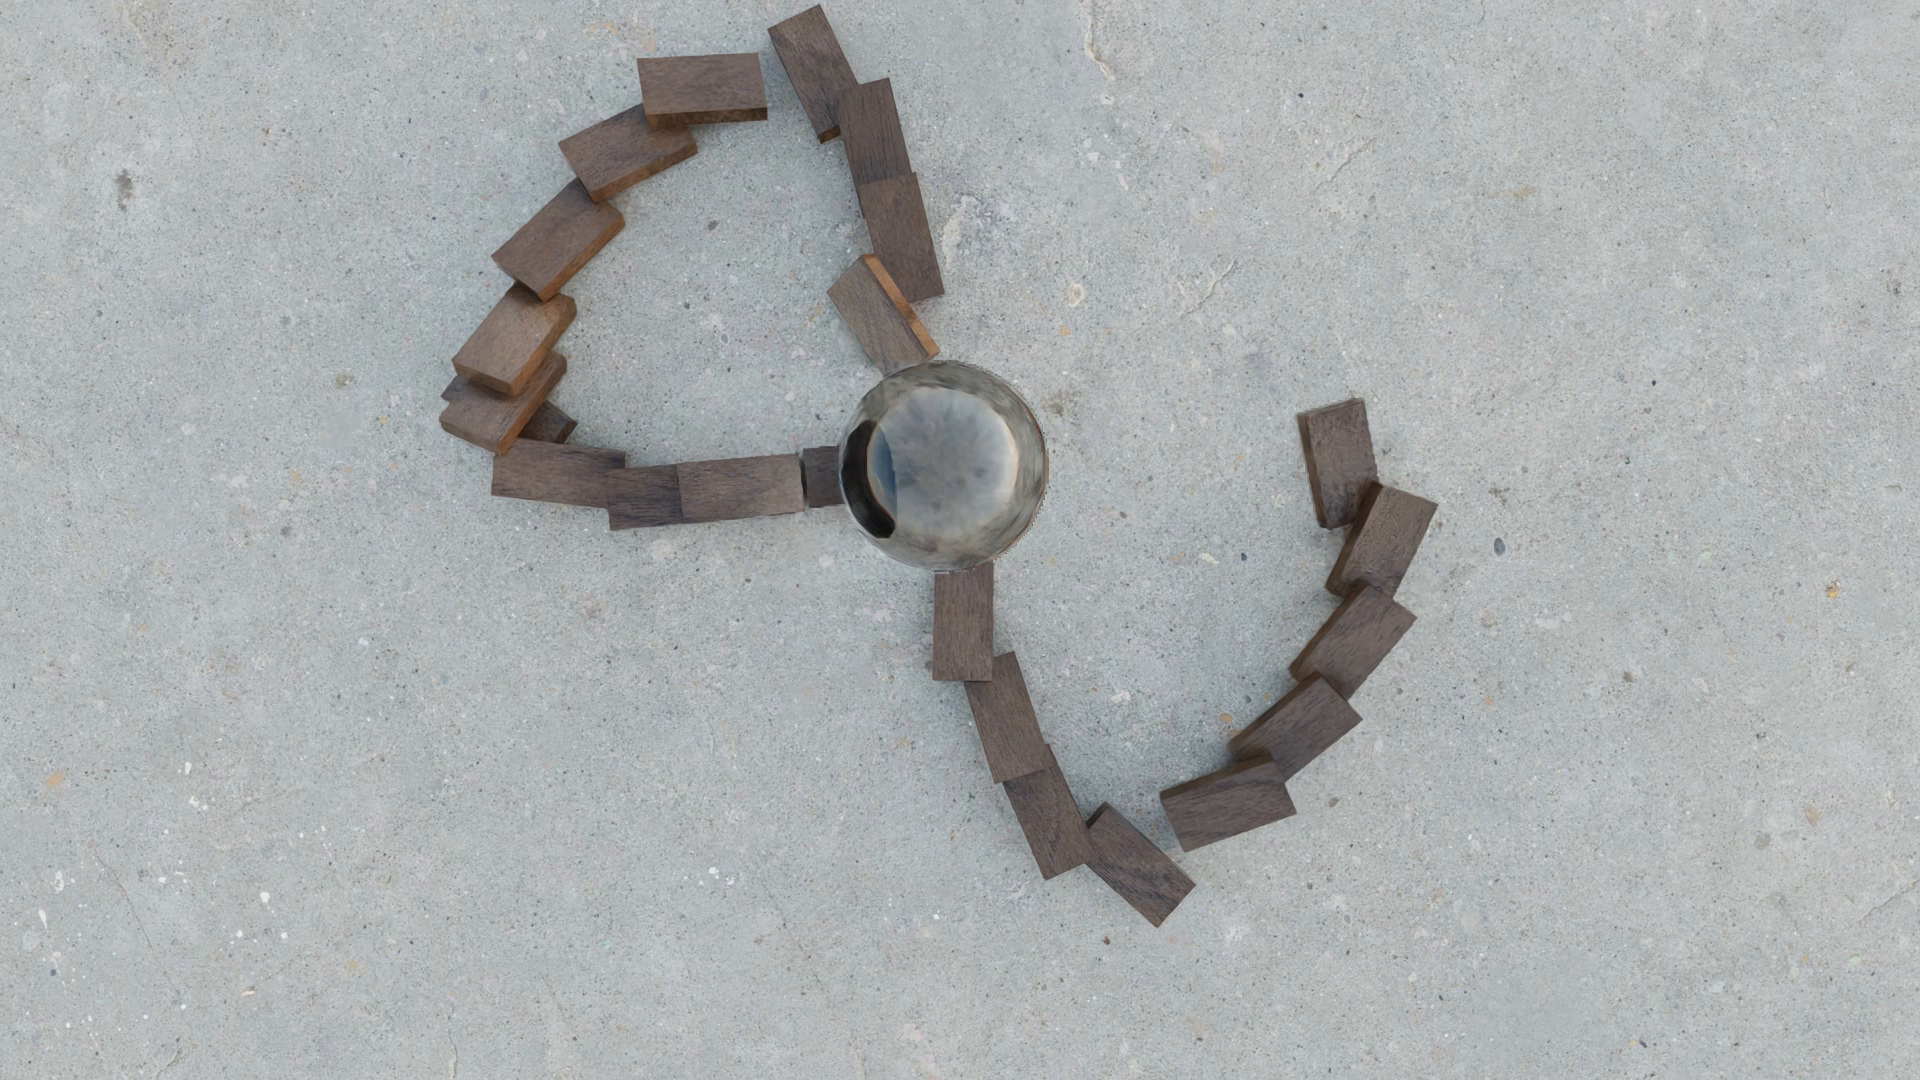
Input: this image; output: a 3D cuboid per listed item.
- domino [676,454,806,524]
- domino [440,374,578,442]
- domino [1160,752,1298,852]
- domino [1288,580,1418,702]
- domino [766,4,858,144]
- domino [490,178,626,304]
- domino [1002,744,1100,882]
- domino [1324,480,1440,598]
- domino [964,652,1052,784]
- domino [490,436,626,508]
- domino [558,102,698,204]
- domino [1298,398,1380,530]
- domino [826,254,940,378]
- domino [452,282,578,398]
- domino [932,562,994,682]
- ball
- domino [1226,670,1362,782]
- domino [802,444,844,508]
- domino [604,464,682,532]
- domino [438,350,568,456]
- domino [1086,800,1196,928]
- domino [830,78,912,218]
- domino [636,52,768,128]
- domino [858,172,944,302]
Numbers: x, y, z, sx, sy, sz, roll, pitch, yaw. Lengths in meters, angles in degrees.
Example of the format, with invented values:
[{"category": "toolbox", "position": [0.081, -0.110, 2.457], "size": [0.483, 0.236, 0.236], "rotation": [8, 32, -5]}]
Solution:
[{"category": "domino", "position": [-0.093, -0.022, 0.388], "size": [0.050, 0.010, 0.025], "rotation": [-7, 90, -19]}, {"category": "domino", "position": [-0.194, -0.056, 0.395], "size": [0.050, 0.010, 0.025], "rotation": [37, 90, 0]}, {"category": "domino", "position": [0.113, 0.112, 0.389], "size": [0.050, 0.010, 0.025], "rotation": [-24, 94, 12]}, {"category": "domino", "position": [0.166, 0.044, 0.389], "size": [0.025, 0.010, 0.050], "rotation": [34, 105, 0]}, {"category": "domino", "position": [-0.060, -0.201, 0.395], "size": [0.025, 0.010, 0.050], "rotation": [-26, 90, 0]}, {"category": "domino", "position": [-0.170, -0.127, 0.389], "size": [0.025, 0.010, 0.050], "rotation": [38, 75, 0]}, {"category": "domino", "position": [0.037, 0.115, 0.389], "size": [0.025, 0.010, 0.050], "rotation": [-24, 76, 0]}, {"category": "domino", "position": [0.178, 0.003, 0.388], "size": [0.025, 0.010, 0.050], "rotation": [18, 105, -3]}, {"category": "domino", "position": [0.019, 0.075, 0.390], "size": [0.025, 0.010, 0.050], "rotation": [-18, 77, 0]}, {"category": "domino", "position": [-0.170, -0.029, 0.389], "size": [0.050, 0.010, 0.025], "rotation": [7, 97, -12]}, {"category": "domino", "position": [-0.141, -0.167, 0.390], "size": [0.050, 0.009, 0.025], "rotation": [-32, 90, -12]}, {"category": "domino", "position": [0.162, -0.032, 0.390], "size": [0.025, 0.010, 0.050], "rotation": [-16, 103, 0]}, {"category": "domino", "position": [-0.033, -0.093, 0.389], "size": [0.025, 0.009, 0.050], "rotation": [-34, 90, 36]}, {"category": "domino", "position": [-0.185, -0.085, 0.383], "size": [0.025, 0.010, 0.050], "rotation": [22, 60, -2]}, {"category": "domino", "position": [0.002, 0.035, 0.390], "size": [0.025, 0.009, 0.050], "rotation": [1, 78, 2]}, {"category": "ball", "position": [-0.007, -0.028, 0.352], "size": [0.080, 0.080, 0.080], "rotation": [0, 90, 0]}, {"category": "domino", "position": [0.142, 0.082, 0.390], "size": [0.025, 0.009, 0.050], "rotation": [46, 103, 0]}, {"category": "domino", "position": [-0.041, -0.029, 0.395], "size": [0.050, 0.010, 0.025], "rotation": [-7, 90, 0]}, {"category": "domino", "position": [-0.123, -0.019, 0.389], "size": [0.050, 0.009, 0.025], "rotation": [-7, 90, -15]}, {"category": "domino", "position": [-0.189, -0.061, 0.381], "size": [0.025, 0.009, 0.050], "rotation": [24, 60, -4]}, {"category": "domino", "position": [0.074, 0.140, 0.395], "size": [0.050, 0.010, 0.025], "rotation": [42, 90, 0]}, {"category": "domino", "position": [-0.036, -0.166, 0.389], "size": [0.025, 0.009, 0.050], "rotation": [-14, 104, 0]}, {"category": "domino", "position": [-0.109, -0.191, 0.389], "size": [0.050, 0.009, 0.025], "rotation": [-9, 85, -12]}, {"category": "domino", "position": [-0.025, -0.127, 0.390], "size": [0.025, 0.009, 0.050], "rotation": [-14, 104, 0]}]
